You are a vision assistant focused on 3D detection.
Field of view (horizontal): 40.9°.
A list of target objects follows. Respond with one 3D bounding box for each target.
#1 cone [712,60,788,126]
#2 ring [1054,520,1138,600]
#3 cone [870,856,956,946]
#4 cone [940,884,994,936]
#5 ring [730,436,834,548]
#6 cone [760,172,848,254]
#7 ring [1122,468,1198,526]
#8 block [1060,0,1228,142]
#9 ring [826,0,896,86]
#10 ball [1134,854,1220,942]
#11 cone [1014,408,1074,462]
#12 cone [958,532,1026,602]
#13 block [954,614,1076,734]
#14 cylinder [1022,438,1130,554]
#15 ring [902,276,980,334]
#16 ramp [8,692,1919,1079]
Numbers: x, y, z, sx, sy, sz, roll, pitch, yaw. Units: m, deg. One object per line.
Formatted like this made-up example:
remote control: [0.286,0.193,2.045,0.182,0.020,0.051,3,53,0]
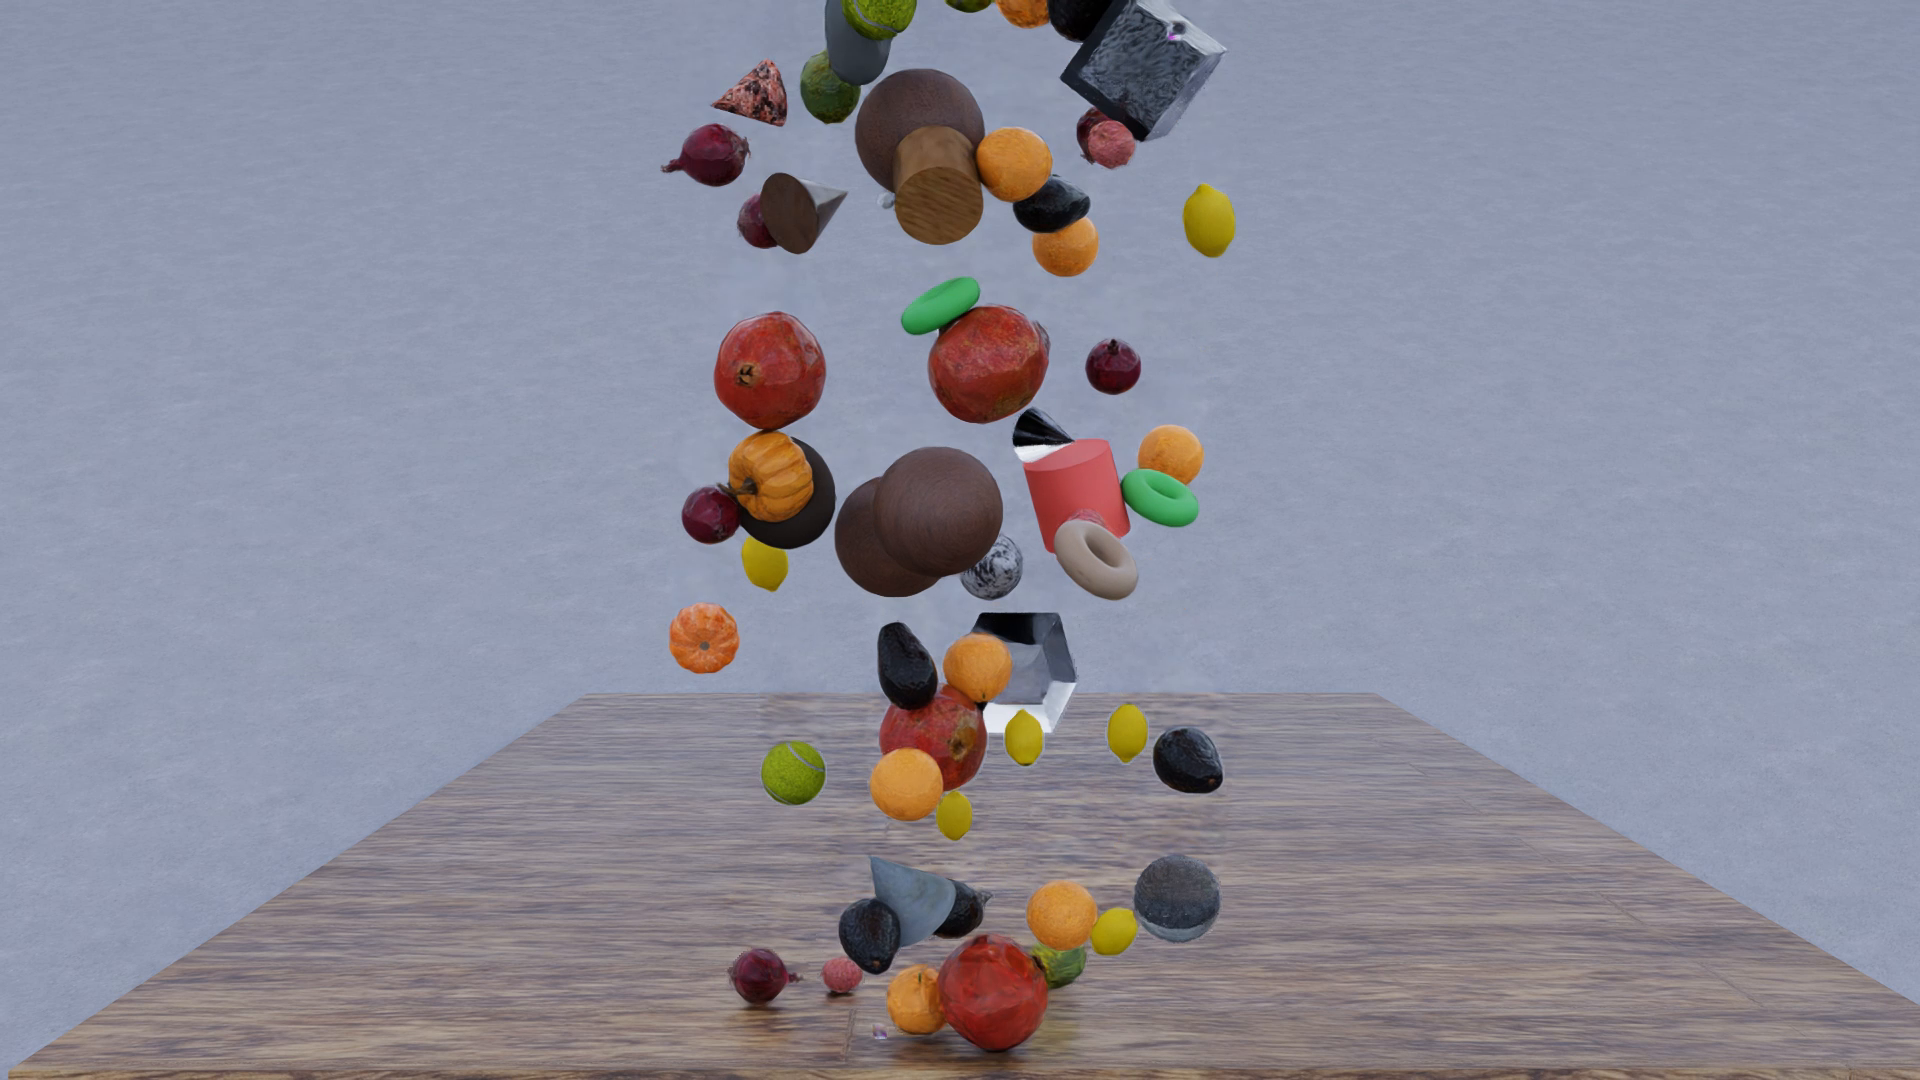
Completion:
cone: [-0.216,-0.436,2.549,0.068,0.068,0.068,-17,29,-22]
ring: [0.127,0.018,2.417,0.092,0.031,0.092,30,29,-19]
cone: [-0.065,0.338,2.538,0.088,0.088,0.088,-28,30,18]
cone: [0.011,0.412,2.943,0.065,0.065,0.065,-13,28,-25]
ring: [-0.182,-0.050,2.639,0.120,0.120,0.040,-20,-5,-37]
cone: [-0.146,-0.351,2.677,0.086,0.086,0.086,22,35,39]
ring: [0.208,-0.044,2.686,0.087,0.029,0.087,20,25,-10]
block: [0.165,-0.426,2.308,0.094,0.094,0.094,39,22,6]
ring: [-0.095,-0.513,2.482,0.050,0.149,0.149,6,25,7]
ball: [0.224,0.370,2.655,0.090,0.090,0.090,0,24,0]
cone: [0.095,-0.104,2.636,0.058,0.058,0.058,12,26,43]
cone: [0.045,0.031,2.815,0.077,0.077,0.077,-7,3,-15]
block: [0.060,0.144,2.790,0.092,0.092,0.092,-1,34,24]
cylinder: [0.122,-0.046,2.681,0.093,0.093,0.093,-14,18,5]
ring: [-0.019,-0.224,2.465,0.083,0.028,0.083,-29,14,8]
ramp: [0.056,0.506,4.550,2.000,0.100,4.000,0,2,0]
